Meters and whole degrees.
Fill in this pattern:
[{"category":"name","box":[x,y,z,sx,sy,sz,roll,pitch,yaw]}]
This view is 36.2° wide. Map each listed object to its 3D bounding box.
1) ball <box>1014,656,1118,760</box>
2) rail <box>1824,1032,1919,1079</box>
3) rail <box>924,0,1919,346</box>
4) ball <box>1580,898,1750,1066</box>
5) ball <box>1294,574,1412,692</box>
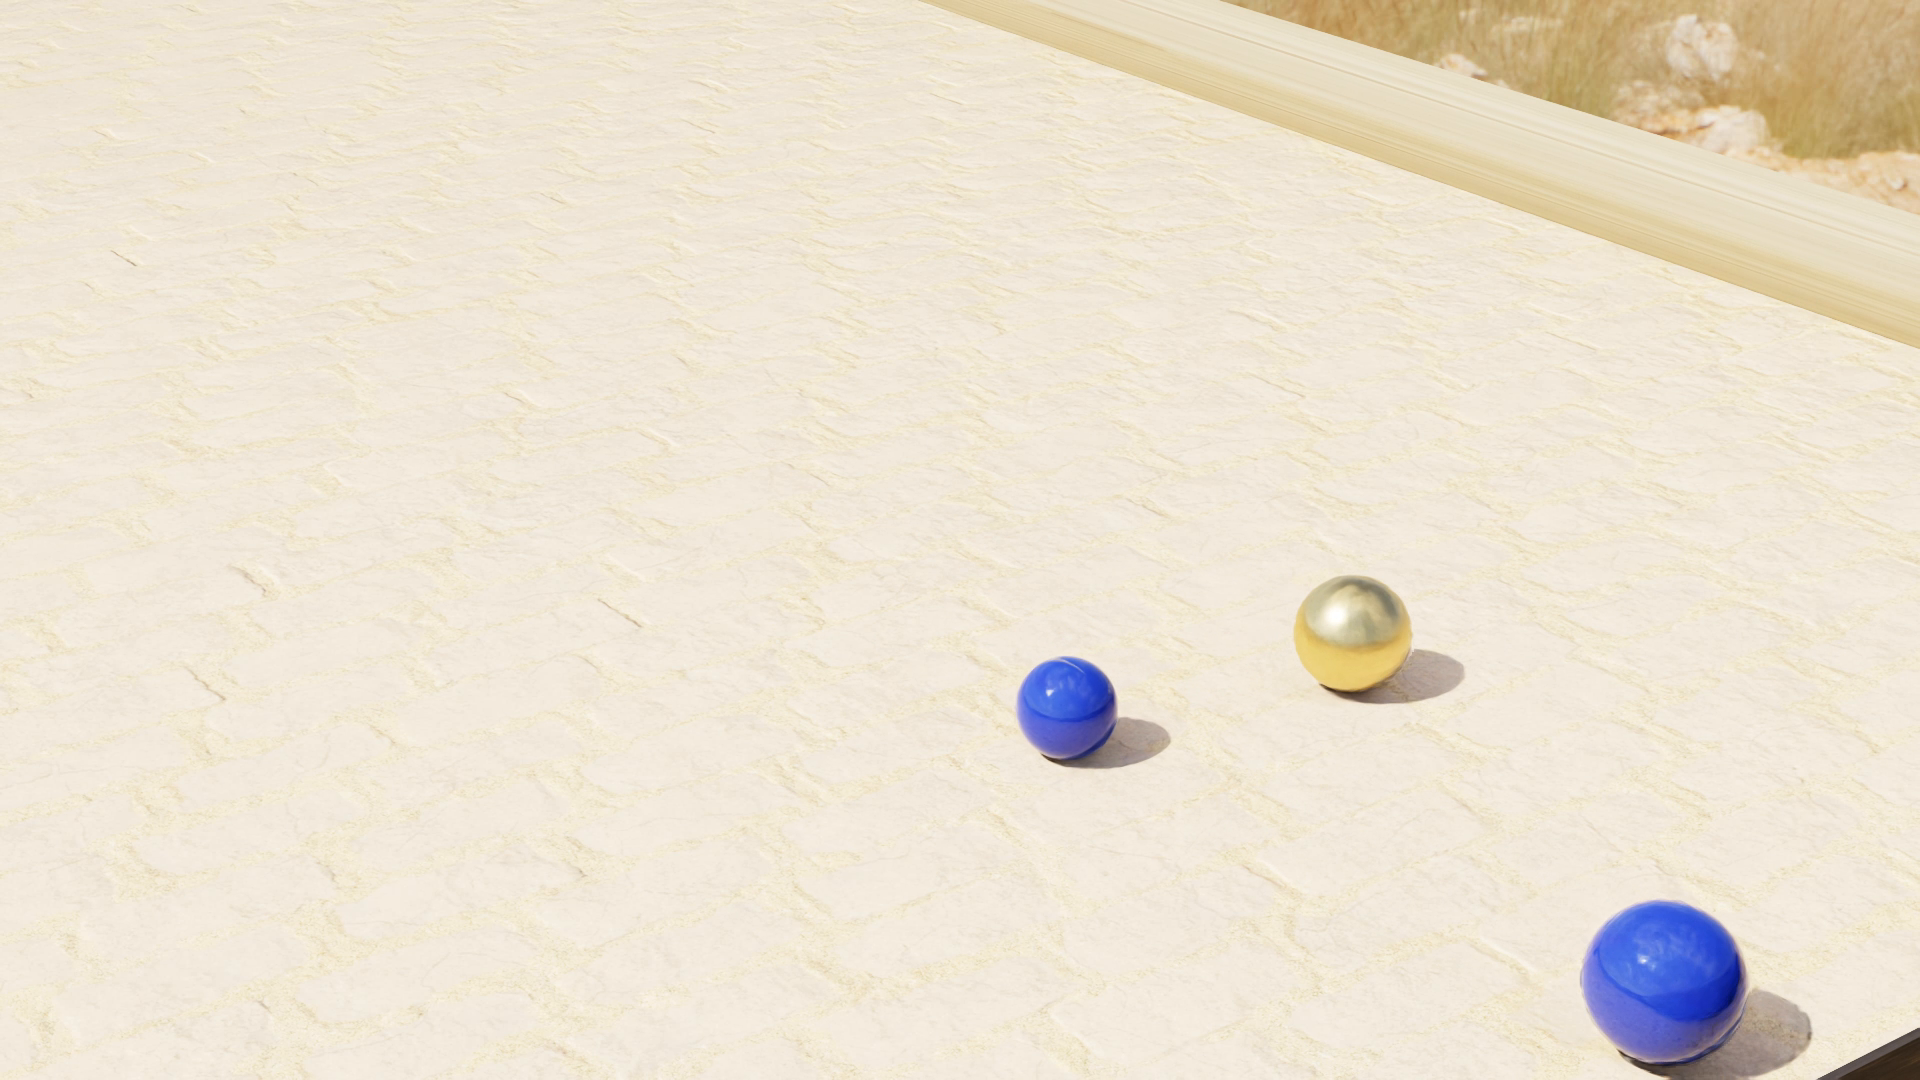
[{"category":"ball","box":[0.071,0.112,1.968,0.070,0.070,0.070,0,24,0]},{"category":"rail","box":[0.511,0.278,1.534,2.039,0.120,0.045,-16,29,-32]},{"category":"rail","box":[0.287,-0.557,3.391,0.045,0.120,3.626,-16,29,-32]},{"category":"ball","box":[0.393,0.246,1.641,0.092,0.092,0.092,0,24,0]},{"category":"ball","box":[0.275,0.065,2.055,0.083,0.083,0.083,0,24,0]}]
